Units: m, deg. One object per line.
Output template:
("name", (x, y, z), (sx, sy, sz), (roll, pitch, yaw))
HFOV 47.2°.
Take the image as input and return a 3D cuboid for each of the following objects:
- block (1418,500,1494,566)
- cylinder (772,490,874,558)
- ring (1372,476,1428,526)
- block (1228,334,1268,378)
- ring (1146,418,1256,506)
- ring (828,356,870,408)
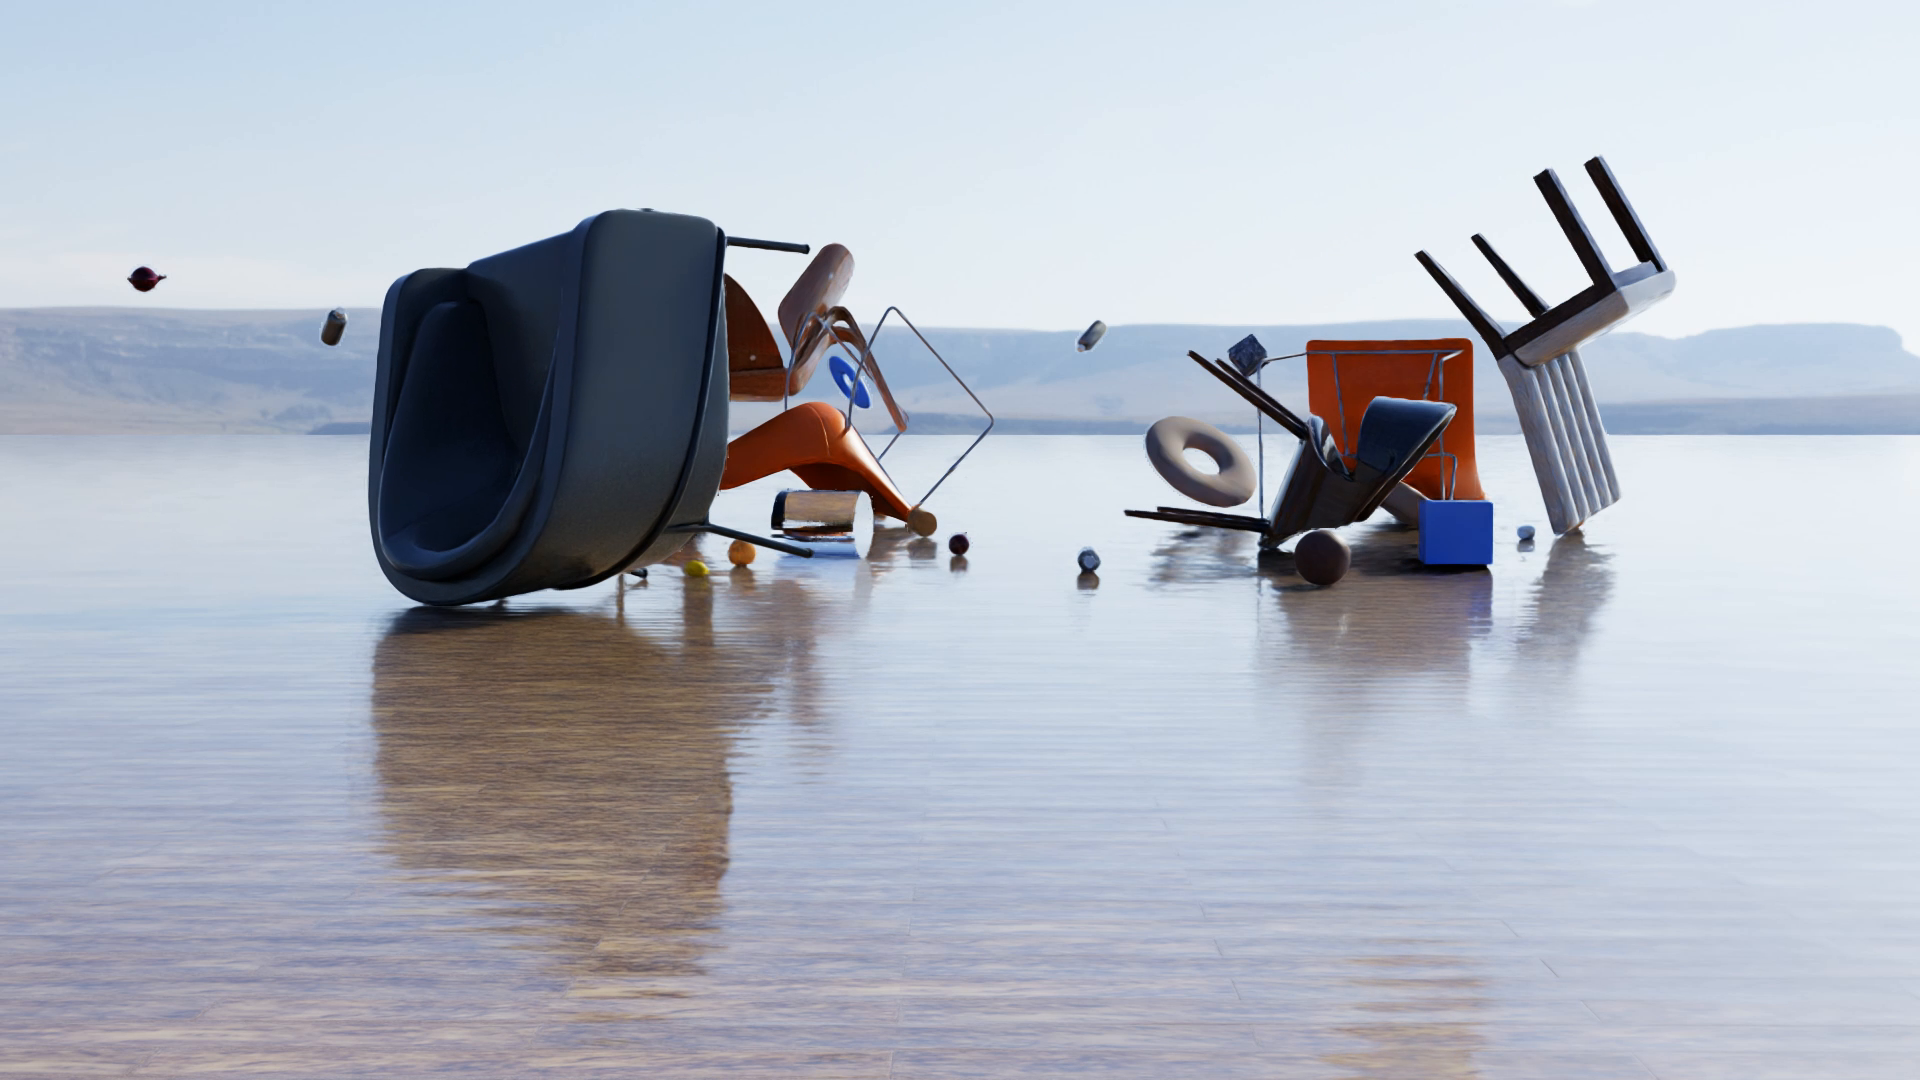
("block", (1.266, -0.021, 5.619), (0.166, 0.158, 0.265), (1, 2, 9))
("cylinder", (-0.367, -0.042, 5.874), (0.230, 0.178, 0.169), (1, -14, 15))
("ring", (1.429, -0.122, 7.080), (0.242, 0.087, 0.170), (33, -4, -22))
("block", (0.966, -0.614, 7.361), (0.098, 0.088, 0.080), (-34, -26, -2))
("ring", (0.906, -0.296, 8.260), (0.466, 0.066, 0.436), (43, 44, 17))
("ring", (-0.361, -0.518, 7.205), (0.039, 0.086, 0.242), (-6, 49, -45))
